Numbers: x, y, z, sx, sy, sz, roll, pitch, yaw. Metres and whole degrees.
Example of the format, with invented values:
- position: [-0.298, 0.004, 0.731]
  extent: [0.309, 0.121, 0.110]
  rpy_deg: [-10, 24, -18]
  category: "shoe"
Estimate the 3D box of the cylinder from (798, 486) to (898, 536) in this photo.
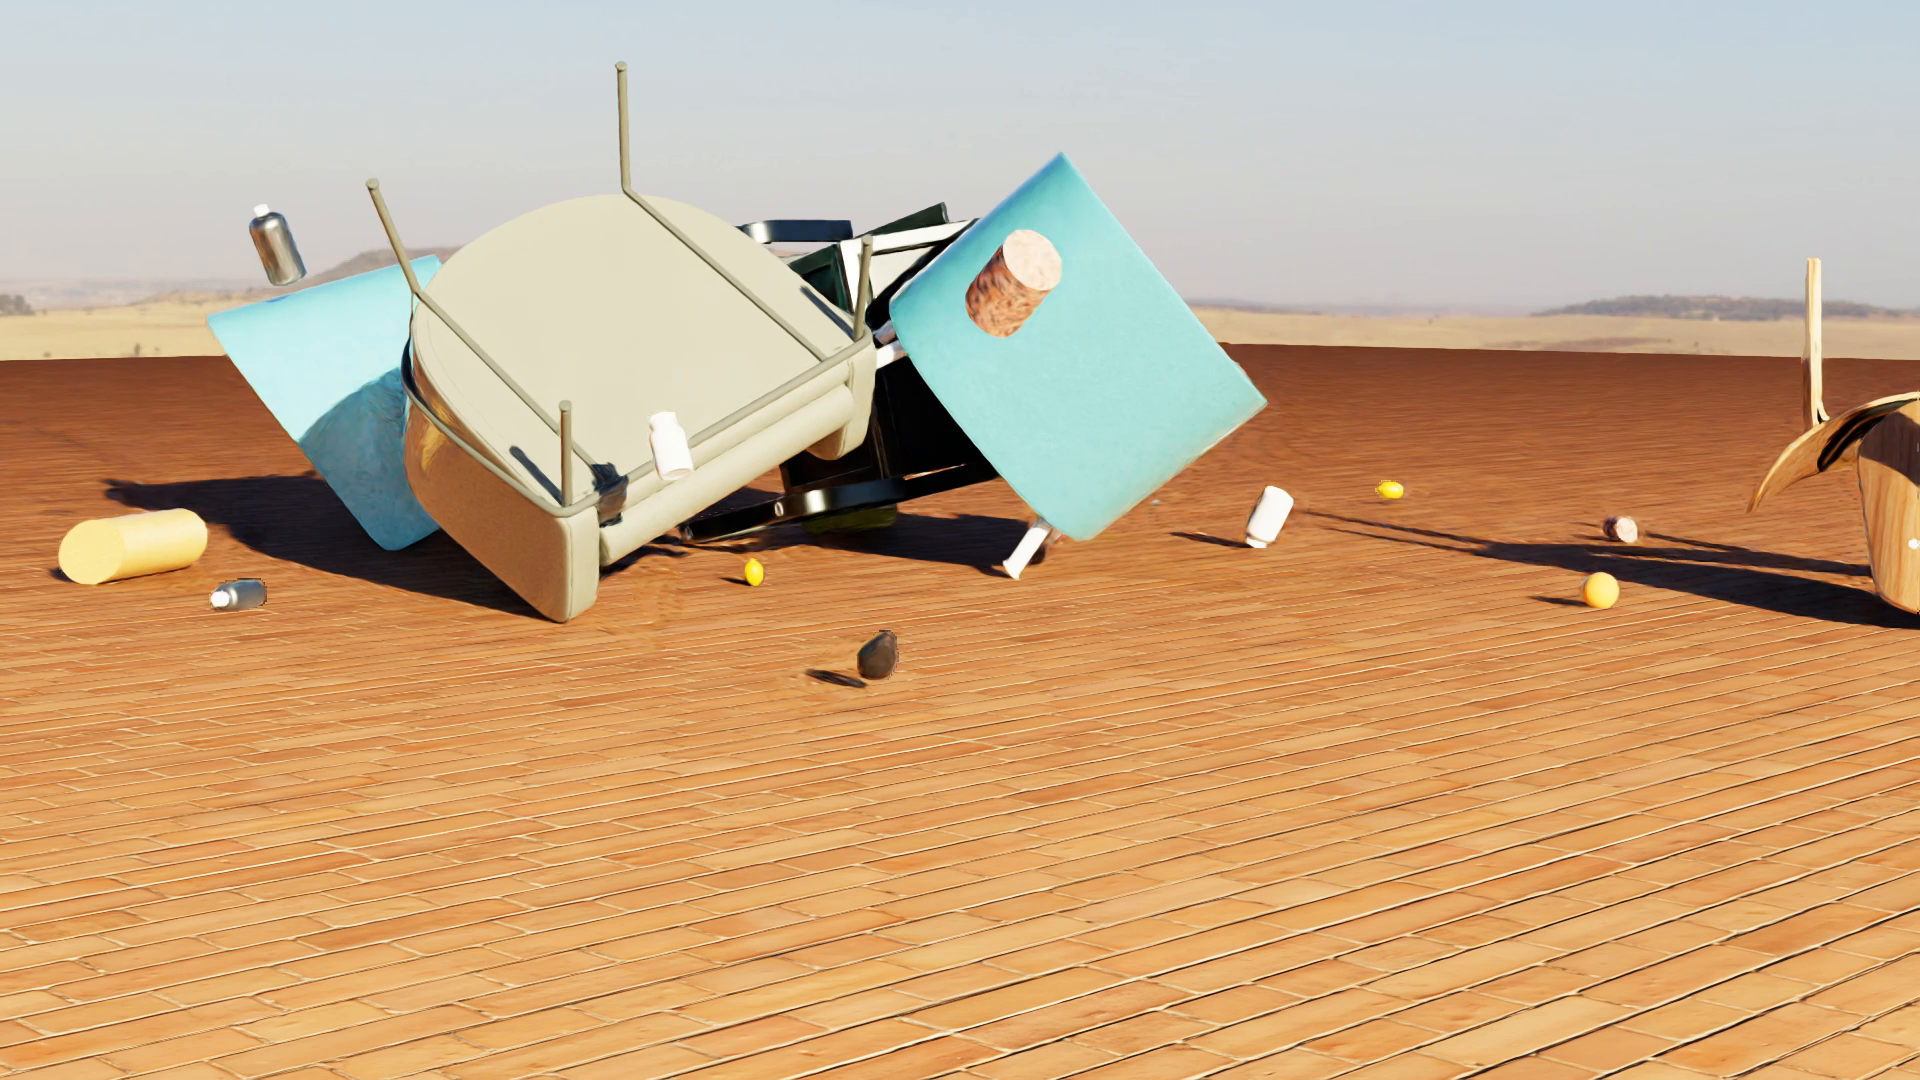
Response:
- position: [-0.289, -0.077, 6.613]
  extent: [0.116, 0.113, 0.256]
  rpy_deg: [24, 19, 36]
  category: "cylinder"

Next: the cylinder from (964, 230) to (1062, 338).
- position: [0.098, -0.473, 4.745]
  extent: [0.120, 0.131, 0.164]
  rpy_deg: [12, -33, -23]
  category: "cylinder"

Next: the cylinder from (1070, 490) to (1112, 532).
- position: [0.336, -0.072, 6.565]
  extent: [0.073, 0.096, 0.070]
  rpy_deg: [23, 31, -15]
  category: "cylinder"

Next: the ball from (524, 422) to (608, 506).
- position: [-0.861, -0.166, 5.603]
  extent: [0.182, 0.182, 0.182]
  rpy_deg: [0, 6, 0]
  category: "ball"

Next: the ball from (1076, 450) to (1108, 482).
- position: [0.422, -0.237, 8.232]
  extent: [0.099, 0.099, 0.099]
  rpy_deg: [0, 6, 0]
  category: "ball"

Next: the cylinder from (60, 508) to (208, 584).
- position: [-1.805, 0.013, 5.611]
  extent: [0.173, 0.133, 0.290]
  rpy_deg: [-22, -2, 20]
  category: "cylinder"

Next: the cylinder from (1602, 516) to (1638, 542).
- position: [1.641, -0.028, 6.376]
  extent: [0.051, 0.068, 0.077]
  rpy_deg: [-41, 12, -5]
  category: "cylinder"
